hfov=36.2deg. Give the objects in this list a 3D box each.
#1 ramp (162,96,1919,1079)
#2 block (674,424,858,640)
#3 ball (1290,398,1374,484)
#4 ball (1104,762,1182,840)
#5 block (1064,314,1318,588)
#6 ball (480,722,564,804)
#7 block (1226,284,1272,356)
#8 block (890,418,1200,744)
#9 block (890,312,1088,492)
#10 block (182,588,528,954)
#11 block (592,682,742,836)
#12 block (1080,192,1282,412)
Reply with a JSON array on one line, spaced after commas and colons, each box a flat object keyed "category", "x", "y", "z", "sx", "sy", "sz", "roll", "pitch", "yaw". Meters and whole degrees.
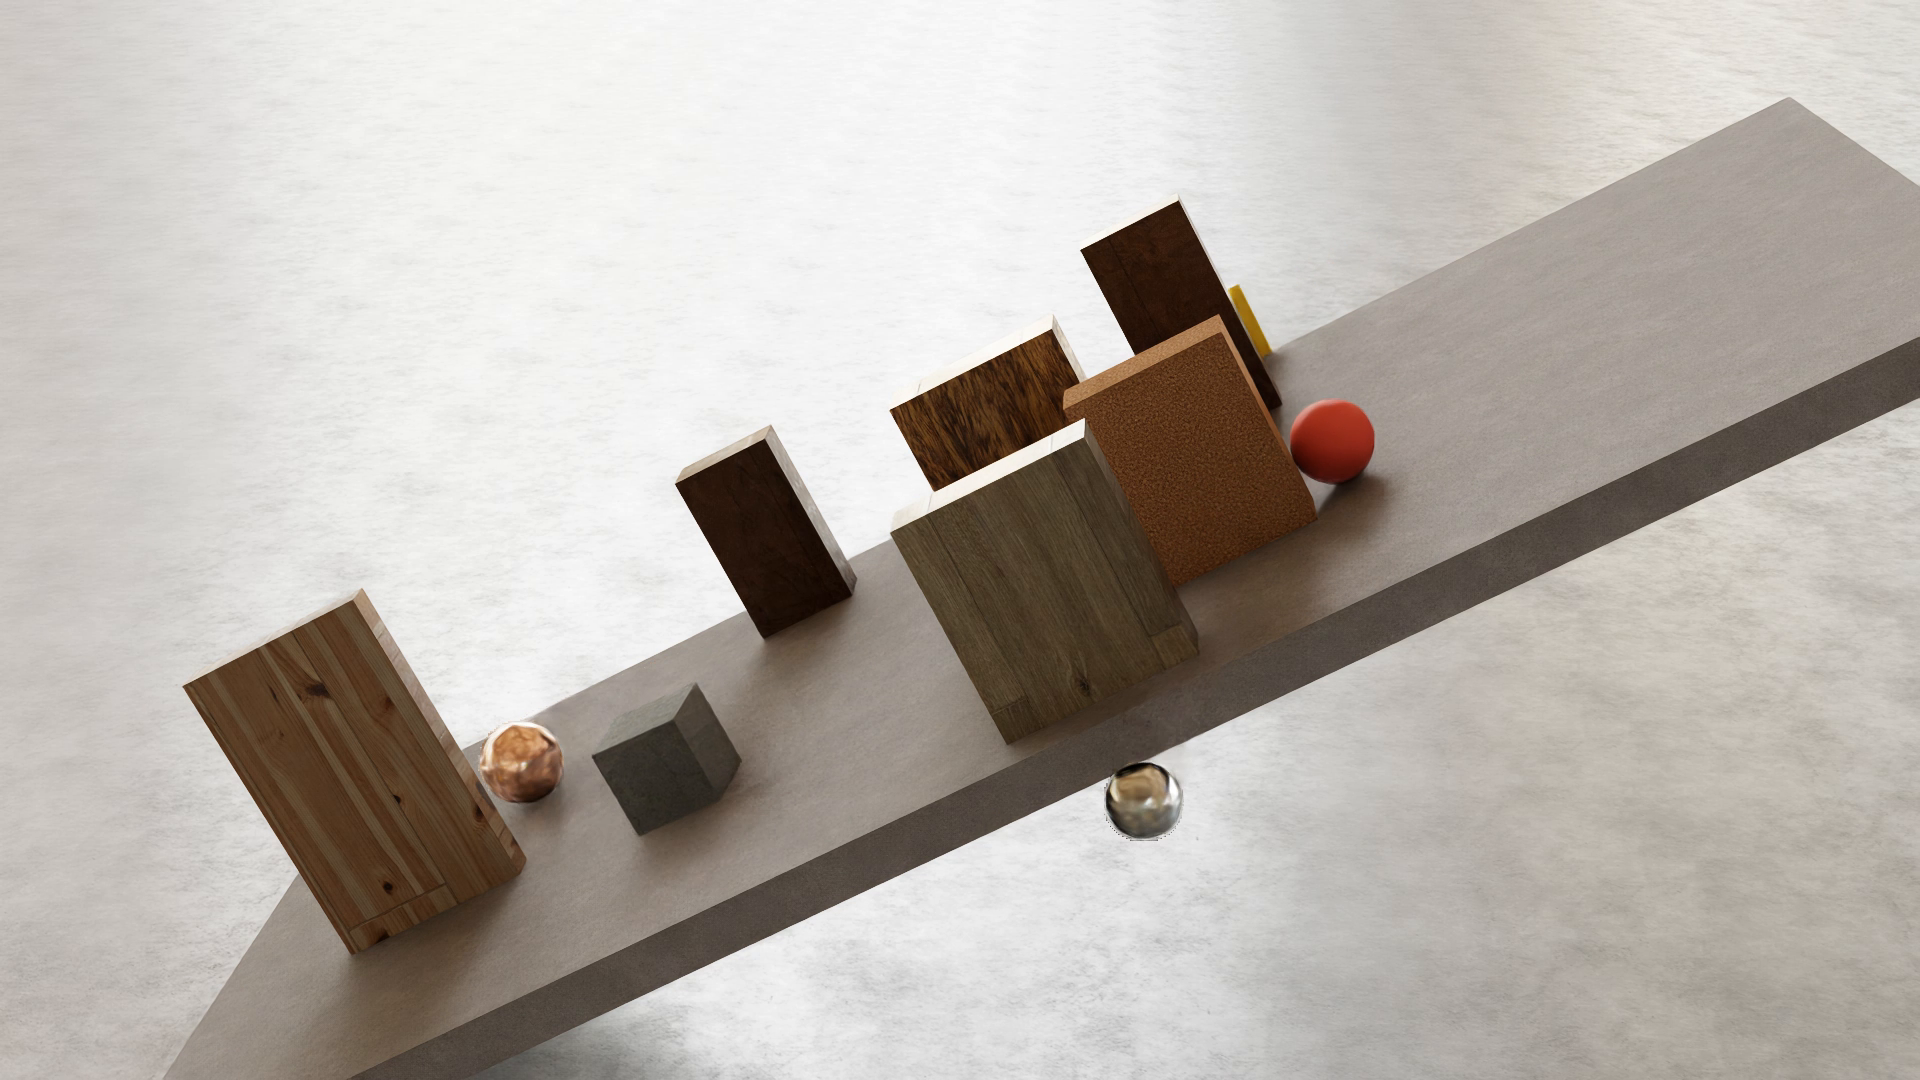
[{"category": "ramp", "x": 0.140, "y": 0.167, "z": 6.281, "sx": 4.000, "sy": 0.100, "sz": 2.000, "roll": -26, "pitch": 14, "yaw": 10}, {"category": "block", "x": -0.459, "y": -0.020, "z": 7.005, "sx": 0.244, "sy": 0.432, "sz": 0.133, "roll": -26, "pitch": 14, "yaw": 10}, {"category": "ball", "x": 0.739, "y": -0.196, "z": 5.844, "sx": 0.169, "sy": 0.169, "sz": 0.169, "roll": 0, "pitch": 17, "yaw": 0}, {"category": "ball", "x": 0.320, "y": 0.455, "z": 5.131, "sx": 0.135, "sy": 0.135, "sz": 0.135, "roll": 0, "pitch": 17, "yaw": 0}, {"category": "block", "x": 0.452, "y": -0.168, "z": 5.776, "sx": 0.340, "sy": 0.422, "sz": 0.149, "roll": -26, "pitch": 14, "yaw": 10}, {"category": "ball", "x": -0.996, "y": 0.507, "z": 6.688, "sx": 0.187, "sy": 0.187, "sz": 0.187, "roll": 0, "pitch": 17, "yaw": 0}, {"category": "block", "x": 0.601, "y": -0.484, "z": 7.130, "sx": 0.181, "sy": 0.181, "sz": 0.181, "roll": -30, "pitch": 6, "yaw": -29}, {"category": "block", "x": 0.157, "y": 0.078, "z": 5.394, "sx": 0.394, "sy": 0.460, "sz": 0.129, "roll": -26, "pitch": 14, "yaw": 10}, {"category": "block", "x": 0.134, "y": -0.184, "z": 6.358, "sx": 0.390, "sy": 0.468, "sz": 0.150, "roll": -26, "pitch": 14, "yaw": 10}, {"category": "block", "x": -1.277, "y": 0.495, "z": 6.229, "sx": 0.422, "sy": 0.688, "sz": 0.081, "roll": -26, "pitch": 14, "yaw": 10}, {"category": "block", "x": -0.606, "y": 0.453, "z": 6.094, "sx": 0.199, "sy": 0.199, "sz": 0.199, "roll": -24, "pitch": 14, "yaw": 17}, {"category": "block", "x": 0.498, "y": -0.487, "z": 6.614, "sx": 0.245, "sy": 0.523, "sz": 0.090, "roll": -26, "pitch": 14, "yaw": 10}]
